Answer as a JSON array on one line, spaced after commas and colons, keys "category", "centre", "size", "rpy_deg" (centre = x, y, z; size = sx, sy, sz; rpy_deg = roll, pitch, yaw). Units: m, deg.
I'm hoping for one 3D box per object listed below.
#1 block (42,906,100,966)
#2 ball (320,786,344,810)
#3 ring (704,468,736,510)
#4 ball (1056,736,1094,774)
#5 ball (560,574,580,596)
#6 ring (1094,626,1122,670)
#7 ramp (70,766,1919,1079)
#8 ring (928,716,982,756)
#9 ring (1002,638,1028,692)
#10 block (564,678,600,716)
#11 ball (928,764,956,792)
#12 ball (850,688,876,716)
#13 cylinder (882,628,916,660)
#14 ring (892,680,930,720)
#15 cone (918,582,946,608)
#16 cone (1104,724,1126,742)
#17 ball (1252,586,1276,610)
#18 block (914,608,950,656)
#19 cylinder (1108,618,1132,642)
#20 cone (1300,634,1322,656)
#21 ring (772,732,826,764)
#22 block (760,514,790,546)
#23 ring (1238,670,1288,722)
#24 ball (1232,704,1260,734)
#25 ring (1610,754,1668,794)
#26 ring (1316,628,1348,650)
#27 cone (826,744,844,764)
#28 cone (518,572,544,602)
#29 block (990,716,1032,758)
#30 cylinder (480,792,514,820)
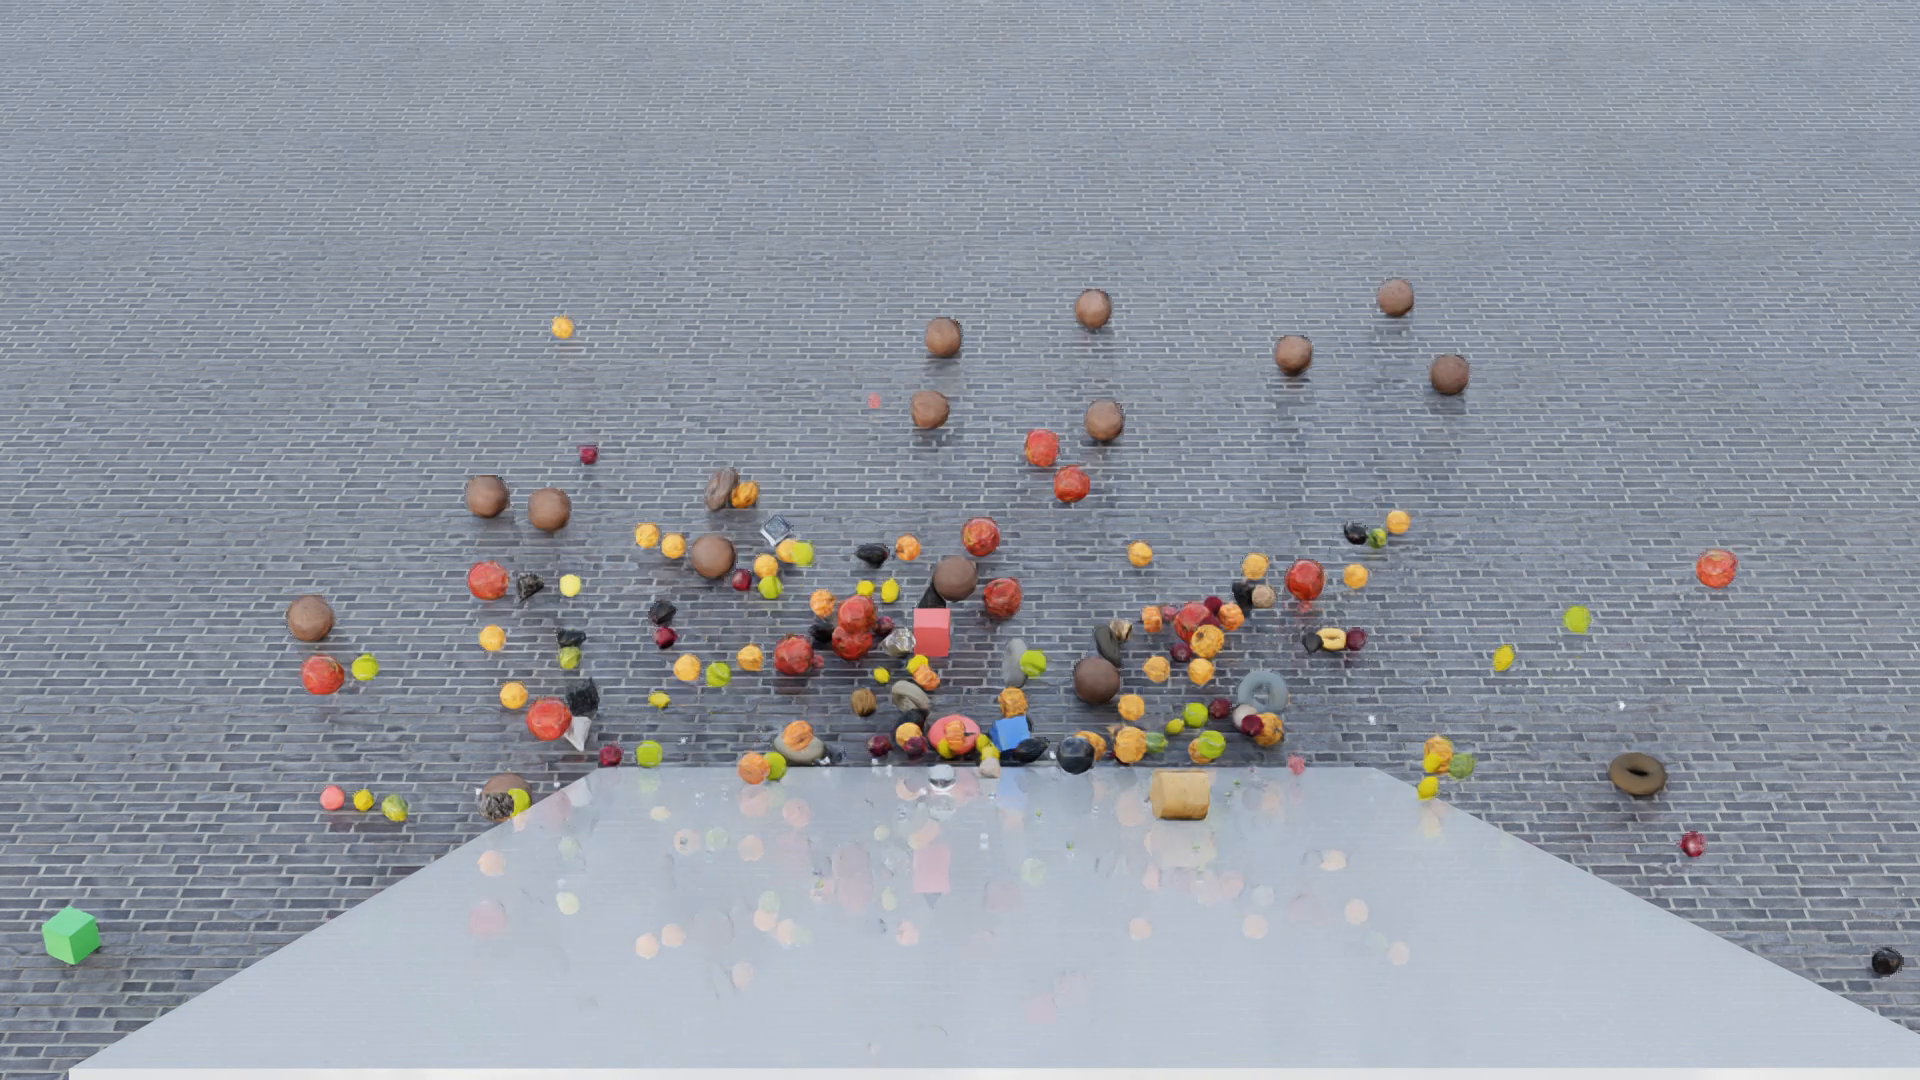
[{"category": "block", "centre": [-2.125, 0.946, 6.195], "size": [0.087, 0.087, 0.087], "rpy_deg": [15, 35, 23]}, {"category": "ball", "centre": [-1.617, 0.667, 6.676], "size": [0.060, 0.060, 0.060], "rpy_deg": [0, 31, 0]}, {"category": "ring", "centre": [-0.736, -0.155, 7.938], "size": [0.047, 0.141, 0.141], "rpy_deg": [27, 24, -23]}, {"category": "ball", "centre": [0.289, 0.537, 6.476], "size": [0.096, 0.096, 0.096], "rpy_deg": [0, 31, 0]}, {"category": "ball", "centre": [-1.136, 0.133, 7.547], "size": [0.063, 0.063, 0.063], "rpy_deg": [0, 31, 0]}, {"category": "ring", "centre": [0.412, 0.301, 7.211], "size": [0.045, 0.135, 0.135], "rpy_deg": [-19, 29, 13]}, {"category": "ramp", "centre": [0.070, 0.619, 4.701], "size": [2.000, 0.100, 4.000], "rpy_deg": [0, -1, 0]}, {"category": "ring", "centre": [-0.015, 0.522, 6.925], "size": [0.143, 0.048, 0.143], "rpy_deg": [0, 35, 0]}, {"category": "ring", "centre": [0.153, 0.343, 7.114], "size": [0.049, 0.146, 0.146], "rpy_deg": [5, 30, -13]}, {"category": "block", "centre": [-1.022, 0.425, 7.014], "size": [0.068, 0.068, 0.068], "rpy_deg": [-17, 22, 5]}, {"category": "ball", "centre": [-0.040, 0.549, 5.973], "size": [0.065, 0.065, 0.065], "rpy_deg": [0, 31, 0]}, {"category": "ball", "centre": [-0.263, 0.441, 7.032], "size": [0.075, 0.075, 0.075], "rpy_deg": [0, 31, 0]}, {"category": "cylinder", "centre": [-0.172, 0.290, 7.254], "size": [0.070, 0.070, 0.070], "rpy_deg": [14, 62, -27]}, {"category": "ring", "centre": [-0.133, 0.433, 7.005], "size": [0.123, 0.123, 0.041], "rpy_deg": [21, 51, 30]}, {"category": "cone", "centre": [-0.081, 0.154, 7.494], "size": [0.082, 0.082, 0.082], "rpy_deg": [0, 31, 0]}, {"category": "cone", "centre": [0.410, 0.506, 6.926], "size": [0.052, 0.052, 0.052], "rpy_deg": [19, 30, -11]}, {"category": "ball", "centre": [0.874, 0.165, 7.463], "size": [0.069, 0.069, 0.069], "rpy_deg": [0, 31, 0]}, {"category": "block", "centre": [-0.081, 0.261, 7.303], "size": [0.098, 0.098, 0.098], "rpy_deg": [0, 31, 0]}, {"category": "cylinder", "centre": [0.452, 0.256, 7.349], "size": [0.055, 0.055, 0.055], "rpy_deg": [12, 33, 20]}, {"category": "cone", "centre": [0.987, 0.305, 7.279], "size": [0.061, 0.061, 0.061], "rpy_deg": [2, 54, 4]}, {"category": "ring", "centre": [-0.425, 0.550, 6.855], "size": [0.143, 0.048, 0.143], "rpy_deg": [9, 17, -3]}, {"category": "block", "centre": [-0.552, -0.031, 7.756], "size": [0.061, 0.061, 0.061], "rpy_deg": [-41, 85, -22]}, {"category": "ring", "centre": [0.817, 0.420, 7.003], "size": [0.139, 0.139, 0.046], "rpy_deg": [14, 2, 22]}, {"category": "ball", "centre": [0.768, 0.481, 6.963], "size": [0.078, 0.078, 0.078], "rpy_deg": [0, 31, 0]}, {"category": "ring", "centre": [1.775, 0.612, 6.778], "size": [0.148, 0.049, 0.148], "rpy_deg": [1, 32, -1]}, {"category": "ring", "centre": [1.052, 0.281, 7.335], "size": [0.096, 0.032, 0.096], "rpy_deg": [-1, 30, 0]}, {"category": "cone", "centre": [-0.342, 0.557, 6.836], "size": [0.055, 0.055, 0.055], "rpy_deg": [-13, 62, 25]}, {"category": "cone", "centre": [-1.264, 0.151, 7.528], "size": [0.083, 0.083, 0.083], "rpy_deg": [9, 52, 14]}, {"category": "block", "centre": [0.134, 0.521, 6.861], "size": [0.082, 0.082, 0.082], "rpy_deg": [-9, 74, -14]}, {"category": "cylinder", "centre": [-0.971, 0.558, 5.430], "size": [0.054, 0.054, 0.054], "rpy_deg": [-31, 8, -40]}]
